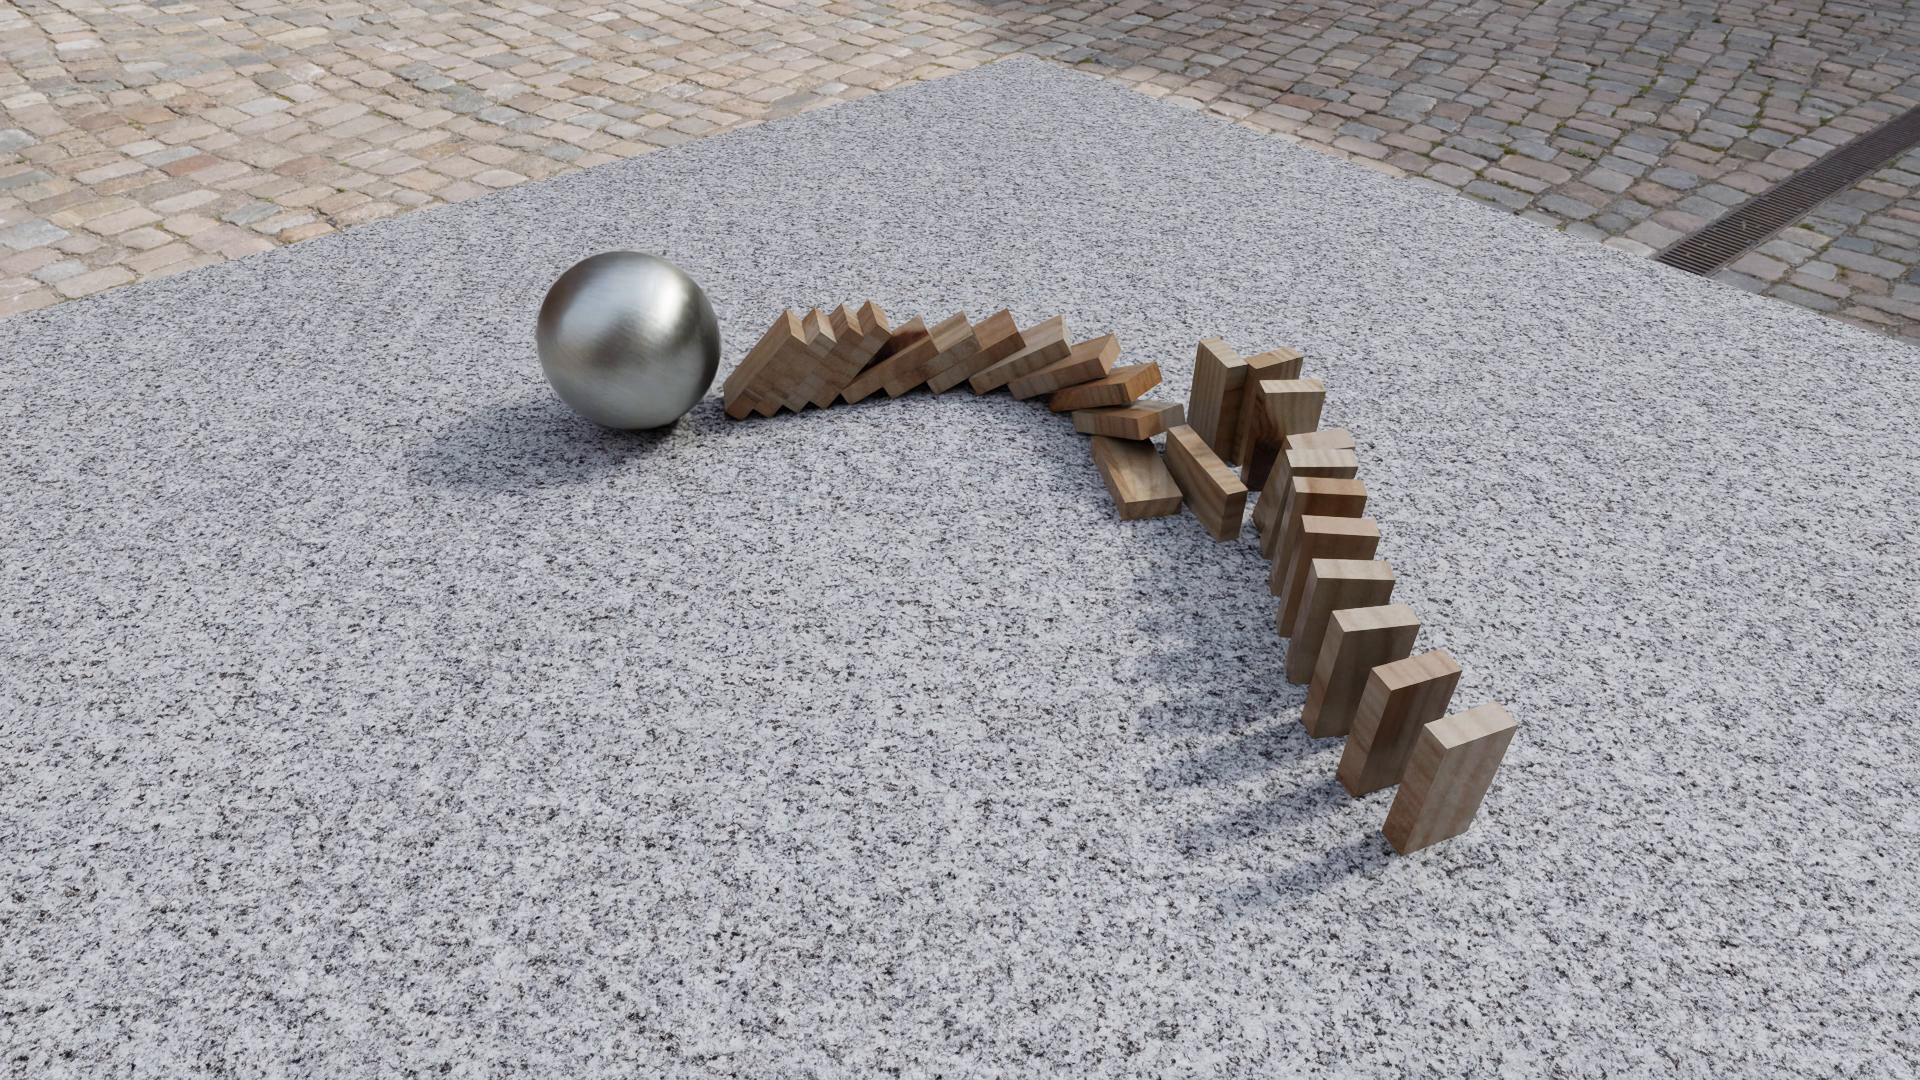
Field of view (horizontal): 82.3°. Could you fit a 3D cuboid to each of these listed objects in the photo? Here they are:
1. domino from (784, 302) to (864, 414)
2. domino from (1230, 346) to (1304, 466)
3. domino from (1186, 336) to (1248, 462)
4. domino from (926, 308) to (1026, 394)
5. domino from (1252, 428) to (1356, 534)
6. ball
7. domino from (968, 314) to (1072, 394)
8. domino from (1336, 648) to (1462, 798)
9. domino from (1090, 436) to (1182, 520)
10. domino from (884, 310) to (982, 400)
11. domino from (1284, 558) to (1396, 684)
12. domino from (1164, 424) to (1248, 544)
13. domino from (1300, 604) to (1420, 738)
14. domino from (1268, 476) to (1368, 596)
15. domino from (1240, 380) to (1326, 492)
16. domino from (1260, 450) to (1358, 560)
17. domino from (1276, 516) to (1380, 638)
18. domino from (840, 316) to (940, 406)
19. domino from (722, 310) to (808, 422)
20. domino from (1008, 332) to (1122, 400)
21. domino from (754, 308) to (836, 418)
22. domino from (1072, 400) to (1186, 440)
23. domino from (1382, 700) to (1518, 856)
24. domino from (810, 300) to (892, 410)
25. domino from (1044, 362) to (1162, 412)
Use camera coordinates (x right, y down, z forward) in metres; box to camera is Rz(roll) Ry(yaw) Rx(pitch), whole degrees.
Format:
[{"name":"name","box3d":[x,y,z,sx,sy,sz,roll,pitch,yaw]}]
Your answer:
[{"name":"domino","box3d":[-0.067,-0.086,0.522,0.009,0.050,0.025,31,24,-34]},{"name":"domino","box3d":[0.133,-0.058,0.482,0.025,0.050,0.009,-17,42,-19]},{"name":"domino","box3d":[0.113,-0.061,0.486,0.009,0.050,0.025,-13,41,-15]},{"name":"domino","box3d":[0.006,-0.092,0.539,0.050,0.009,0.025,-27,39,10]},{"name":"domino","box3d":[0.136,-0.023,0.439,0.025,0.050,0.010,-8,55,-10]},{"name":"ball","box3d":[-0.149,-0.090,0.497,0.080,0.080,0.080,0,39,0]},{"name":"domino","box3d":[0.029,-0.090,0.536,0.050,0.010,0.025,-21,35,18]},{"name":"domino","box3d":[0.135,0.058,0.341,0.025,0.050,0.009,-12,41,-15]},{"name":"domino","box3d":[0.076,-0.029,0.479,0.025,0.009,0.050,-7,40,-8]},{"name":"domino","box3d":[-0.016,-0.091,0.537,0.050,0.010,0.025,-28,40,8]},{"name":"domino","box3d":[0.129,0.029,0.376,0.025,0.050,0.009,2,39,2]},{"name":"domino","box3d":[0.102,-0.024,0.461,0.009,0.025,0.050,-13,41,-15]},{"name":"domino","box3d":[0.130,0.043,0.358,0.025,0.050,0.009,-5,40,-6]},{"name":"domino","box3d":[0.133,0.000,0.412,0.025,0.050,0.010,3,39,4]},{"name":"domino","box3d":[0.136,-0.044,0.465,0.025,0.050,0.009,-2,39,-2]},{"name":"domino","box3d":[0.135,-0.013,0.427,0.025,0.050,0.009,0,46,0]},{"name":"domino","box3d":[0.131,0.014,0.394,0.025,0.050,0.009,4,39,4]},{"name":"domino","box3d":[-0.036,-0.087,0.533,0.050,0.010,0.025,-29,40,8]},{"name":"domino","box3d":[-0.092,-0.082,0.517,0.010,0.050,0.025,31,24,-34]},{"name":"domino","box3d":[0.050,-0.083,0.526,0.050,0.010,0.025,-12,30,35]},{"name":"domino","box3d":[-0.079,-0.084,0.519,0.009,0.050,0.025,31,25,-34]},{"name":"domino","box3d":[0.075,-0.055,0.494,0.025,0.010,0.050,-20,18,-24]},{"name":"domino","box3d":[0.144,0.071,0.325,0.025,0.050,0.009,-14,41,-16]},{"name":"domino","box3d":[-0.054,-0.088,0.525,0.009,0.050,0.025,31,24,-34]},{"name":"domino","box3d":[0.066,-0.071,0.512,0.025,0.010,0.050,-35,22,-35]}]
